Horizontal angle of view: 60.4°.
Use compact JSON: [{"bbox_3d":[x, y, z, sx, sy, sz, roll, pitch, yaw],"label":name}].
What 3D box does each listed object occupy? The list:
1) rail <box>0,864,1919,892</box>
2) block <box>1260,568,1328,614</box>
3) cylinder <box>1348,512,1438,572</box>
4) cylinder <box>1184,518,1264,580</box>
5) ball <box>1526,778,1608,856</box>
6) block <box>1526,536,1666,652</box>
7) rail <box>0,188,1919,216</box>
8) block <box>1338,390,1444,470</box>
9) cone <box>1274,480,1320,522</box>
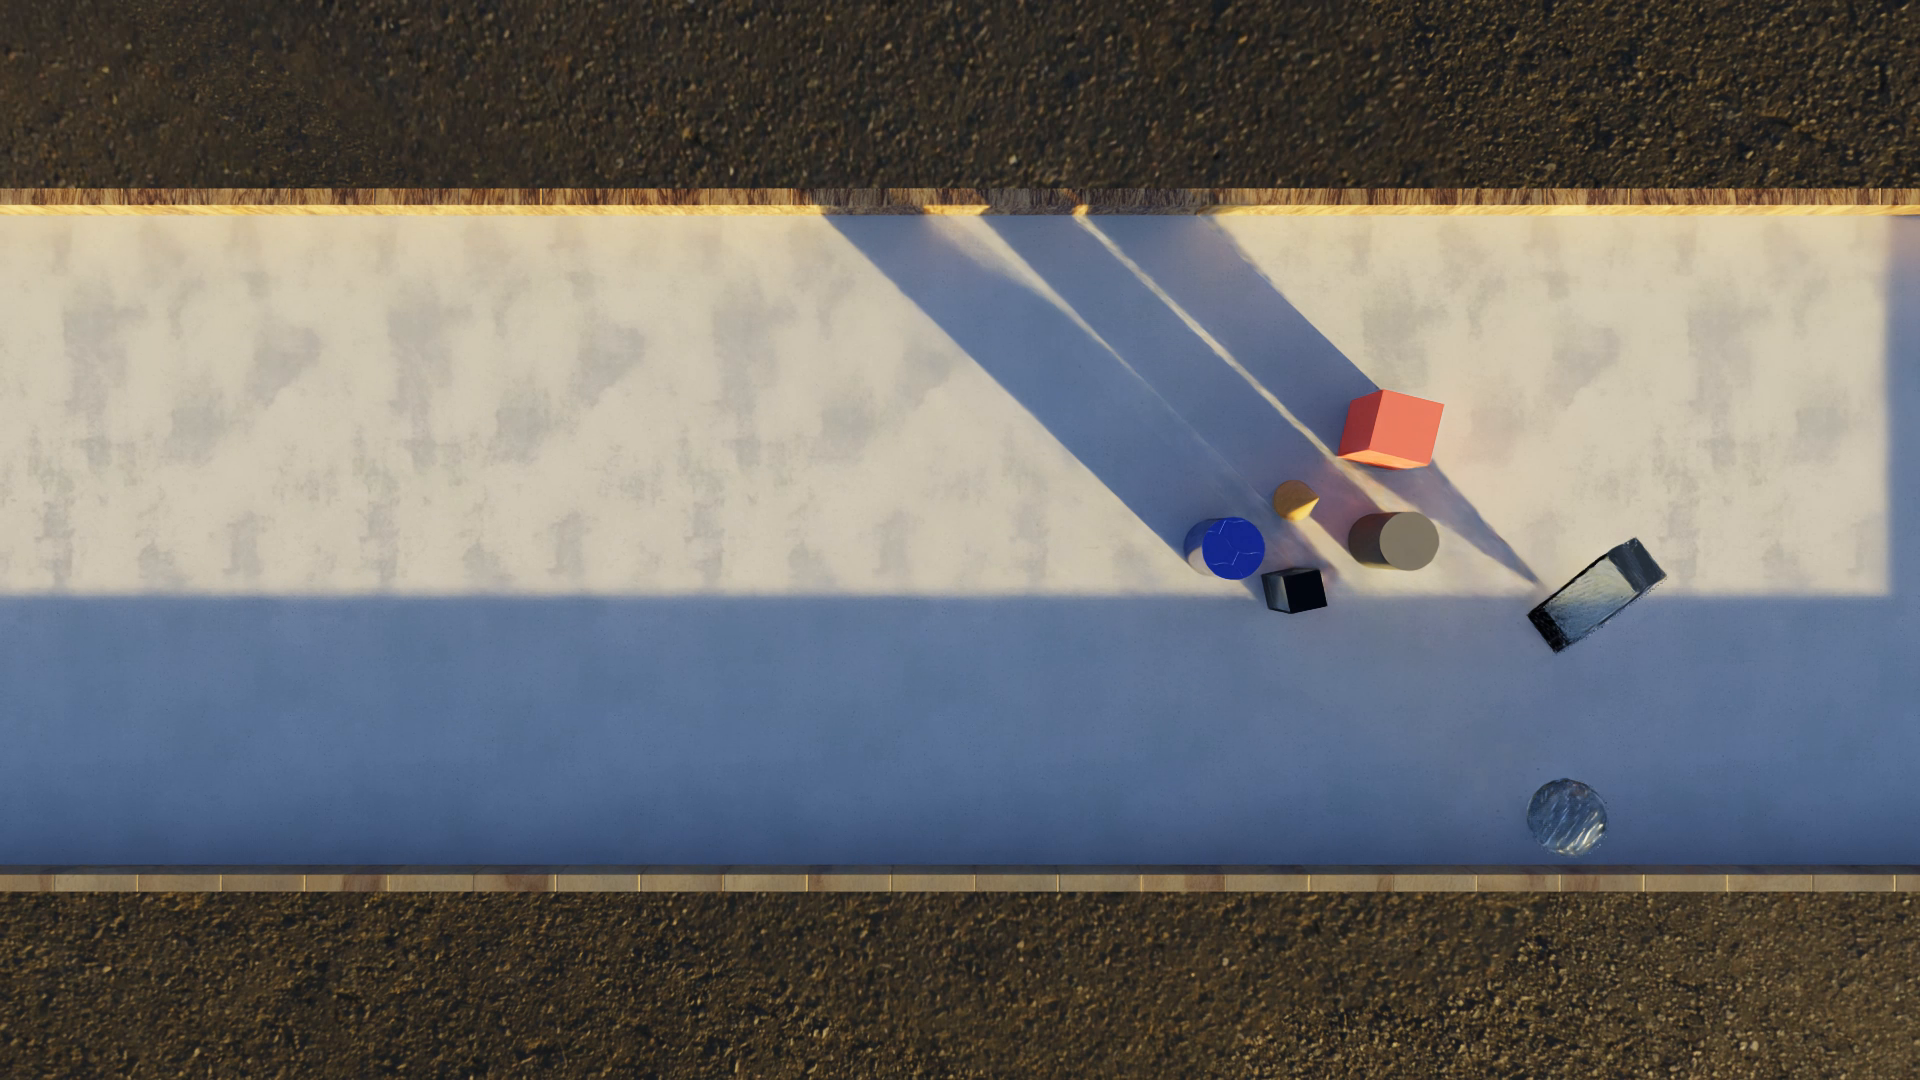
[{"bbox_3d":[-2.247,1.025,5.001,12.000,0.150,0.050,0,90,0],"label":"rail"},{"bbox_3d":[0.990,0.148,4.904,0.109,0.345,0.109,-12,90,0],"label":"block"},{"bbox_3d":[1.279,0.004,4.886,0.170,0.381,0.170,0,90,0],"label":"cylinder"},{"bbox_3d":[0.778,0.024,4.883,0.179,0.387,0.179,0,90,0],"label":"cylinder"},{"bbox_3d":[1.800,0.823,4.892,0.226,0.226,0.226,0,90,0],"label":"ball"},{"bbox_3d":[1.871,0.166,4.861,0.142,0.389,0.142,-22,70,-29],"label":"block"},{"bbox_3d":[-2.247,-1.025,5.002,12.000,0.150,0.050,0,90,0],"label":"rail"},{"bbox_3d":[1.268,-0.321,4.880,0.178,0.393,0.178,14,90,0],"label":"block"},{"bbox_3d":[1.027,-0.121,4.888,0.127,0.376,0.127,0,90,0],"label":"cone"}]
